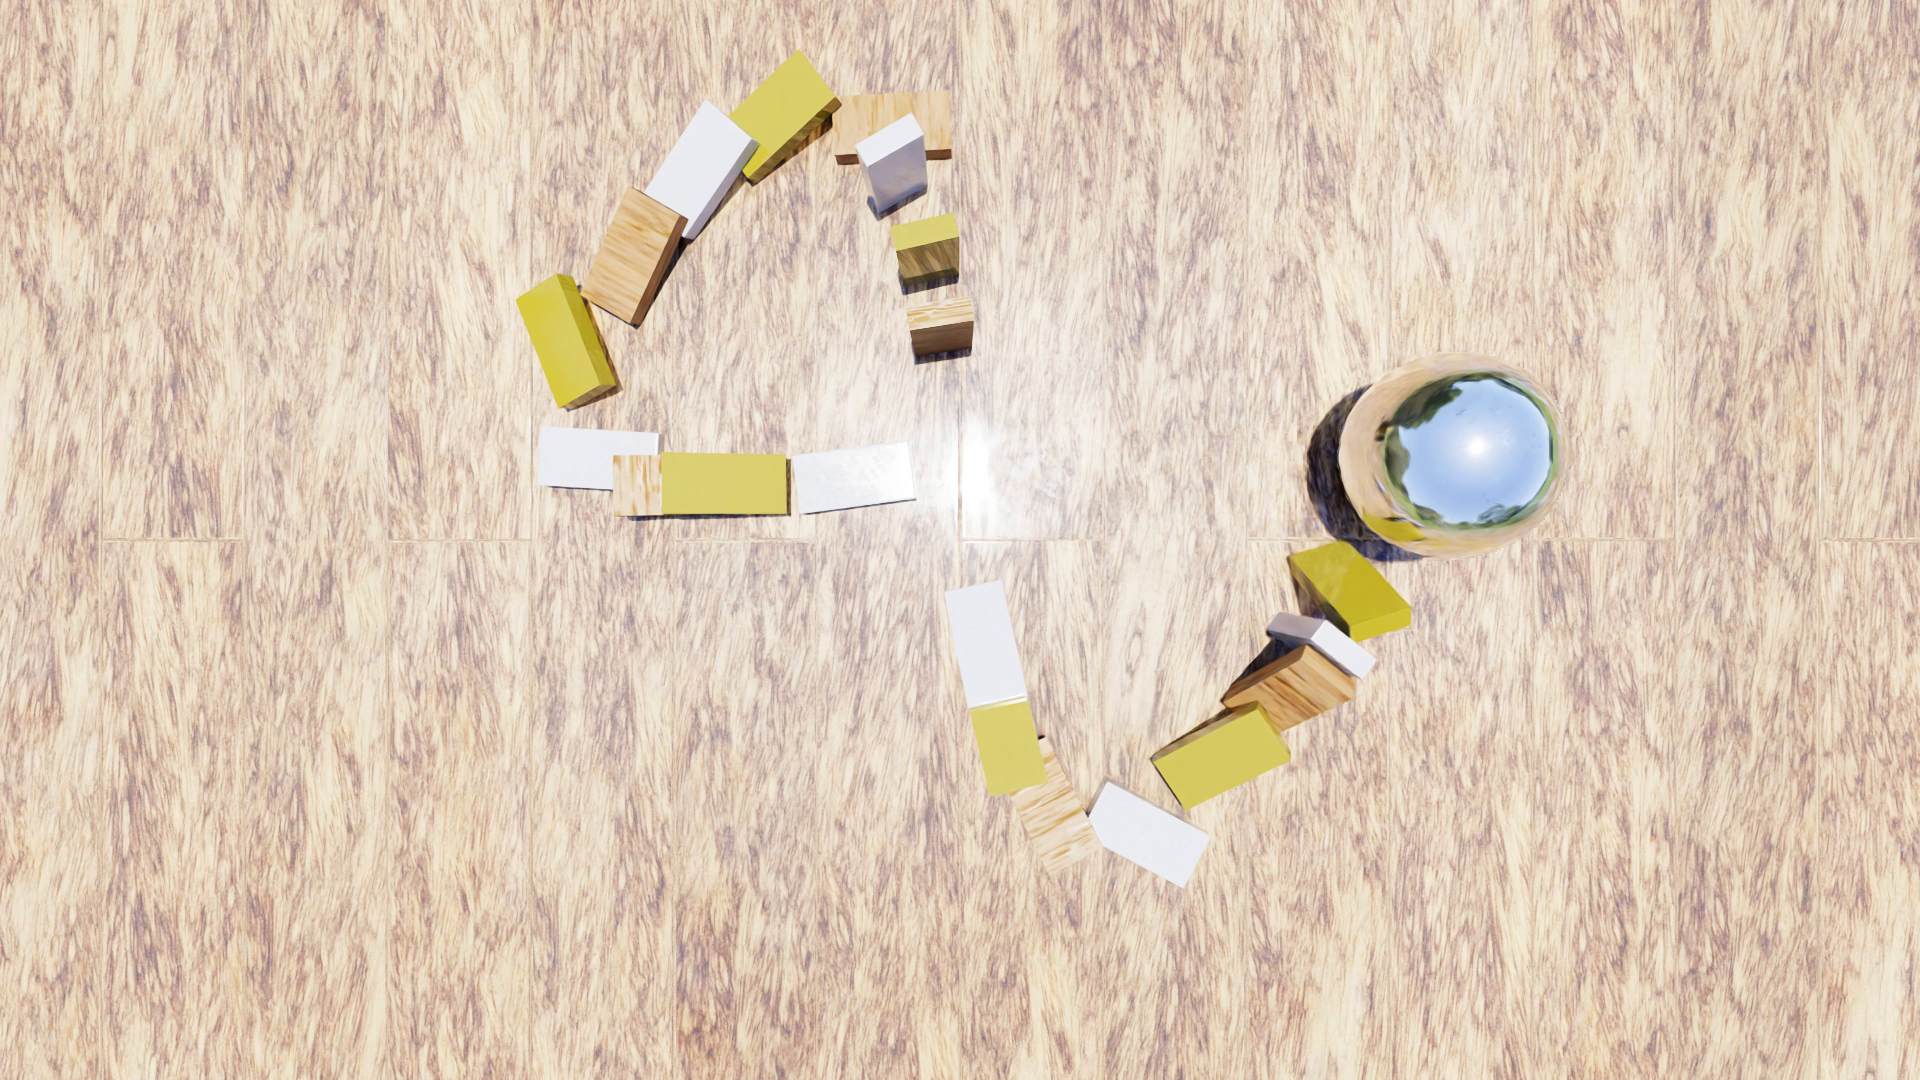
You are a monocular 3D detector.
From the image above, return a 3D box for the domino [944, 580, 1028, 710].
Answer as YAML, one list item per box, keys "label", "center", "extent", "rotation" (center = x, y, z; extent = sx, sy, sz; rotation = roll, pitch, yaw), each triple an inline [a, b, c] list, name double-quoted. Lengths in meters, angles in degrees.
- label: "domino"
  center: [0.011, 0.044, 0.389]
  extent: [0.025, 0.009, 0.050]
  rotation: [-12, 75, 0]

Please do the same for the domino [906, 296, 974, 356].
- label: "domino"
  center: [-0.008, -0.087, 0.375]
  extent: [0.025, 0.050, 0.009]
  rotation: [-9, 90, 0]

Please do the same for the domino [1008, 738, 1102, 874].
- label: "domino"
  center: [0.037, 0.112, 0.389]
  extent: [0.025, 0.010, 0.050]
  rotation: [-28, 75, 0]

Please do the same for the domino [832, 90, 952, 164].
- label: "domino"
  center: [-0.029, -0.178, 0.395]
  extent: [0.050, 0.010, 0.025]
  rotation: [-3, 90, 0]

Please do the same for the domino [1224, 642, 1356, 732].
- label: "domino"
  center: [0.135, 0.063, 0.377]
  extent: [0.025, 0.050, 0.010]
  rotation: [38, 53, 0]

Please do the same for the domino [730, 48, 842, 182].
- label: "domino"
  center: [-0.078, -0.180, 0.390]
  extent: [0.050, 0.010, 0.025]
  rotation: [-37, 90, 12]

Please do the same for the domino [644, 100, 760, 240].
- label: "domino"
  center: [-0.111, -0.157, 0.389]
  extent: [0.025, 0.010, 0.050]
  rotation: [41, 105, 0]

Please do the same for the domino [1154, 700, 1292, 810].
- label: "domino"
  center: [0.110, 0.091, 0.387]
  extent: [0.050, 0.009, 0.025]
  rotation: [-34, 90, 21]

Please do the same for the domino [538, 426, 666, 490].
- label: "domino"
  center: [-0.154, -0.034, 0.395]
  extent: [0.050, 0.010, 0.025]
  rotation: [3, 90, 0]

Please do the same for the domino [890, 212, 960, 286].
- label: "domino"
  center: [-0.013, -0.118, 0.375]
  extent: [0.025, 0.050, 0.010]
  rotation: [-13, 90, 0]

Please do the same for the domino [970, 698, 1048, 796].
- label: "domino"
  center: [0.019, 0.081, 0.388]
  extent: [0.025, 0.010, 0.050]
  rotation: [-14, 73, 0]

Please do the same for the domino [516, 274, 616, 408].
- label: "domino"
  center: [-0.168, -0.084, 0.391]
  extent: [0.025, 0.009, 0.050]
  rotation: [-22, 90, 22]

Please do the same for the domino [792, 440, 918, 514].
- label: "domino"
  center: [-0.045, -0.027, 0.395]
  extent: [0.050, 0.009, 0.025]
  rotation: [-8, 90, 0]

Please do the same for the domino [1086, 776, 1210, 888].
- label: "domino"
  center: [0.079, 0.126, 0.395]
  extent: [0.050, 0.009, 0.025]
  rotation: [28, 90, 0]

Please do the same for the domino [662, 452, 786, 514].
- label: "domino"
  center: [-0.099, -0.023, 0.385]
  extent: [0.050, 0.009, 0.025]
  rotation: [0, 90, -17]

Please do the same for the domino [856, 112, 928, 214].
- label: "domino"
  center: [-0.027, -0.153, 0.375]
  extent: [0.025, 0.050, 0.009]
  rotation: [-30, 90, 0]

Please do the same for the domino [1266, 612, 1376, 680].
- label: "domino"
  center: [0.146, 0.042, 0.375]
  extent: [0.025, 0.050, 0.010]
  rotation: [38, 89, 0]

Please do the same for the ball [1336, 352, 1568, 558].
- label: "ball"
  center: [0.191, -0.033, 0.360]
  extent: [0.080, 0.080, 0.080]
  rotation: [0, 90, 0]

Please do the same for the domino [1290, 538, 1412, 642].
- label: "domino"
  center: [0.159, 0.020, 0.377]
  extent: [0.025, 0.050, 0.010]
  rotation: [-17, 123, 0]

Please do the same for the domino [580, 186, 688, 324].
- label: "domino"
  center: [-0.139, -0.121, 0.390]
  extent: [0.025, 0.009, 0.050]
  rotation: [30, 102, 2]

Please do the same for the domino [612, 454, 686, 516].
- label: "domino"
  center: [-0.120, -0.023, 0.388]
  extent: [0.050, 0.009, 0.025]
  rotation: [-2, 90, -17]
